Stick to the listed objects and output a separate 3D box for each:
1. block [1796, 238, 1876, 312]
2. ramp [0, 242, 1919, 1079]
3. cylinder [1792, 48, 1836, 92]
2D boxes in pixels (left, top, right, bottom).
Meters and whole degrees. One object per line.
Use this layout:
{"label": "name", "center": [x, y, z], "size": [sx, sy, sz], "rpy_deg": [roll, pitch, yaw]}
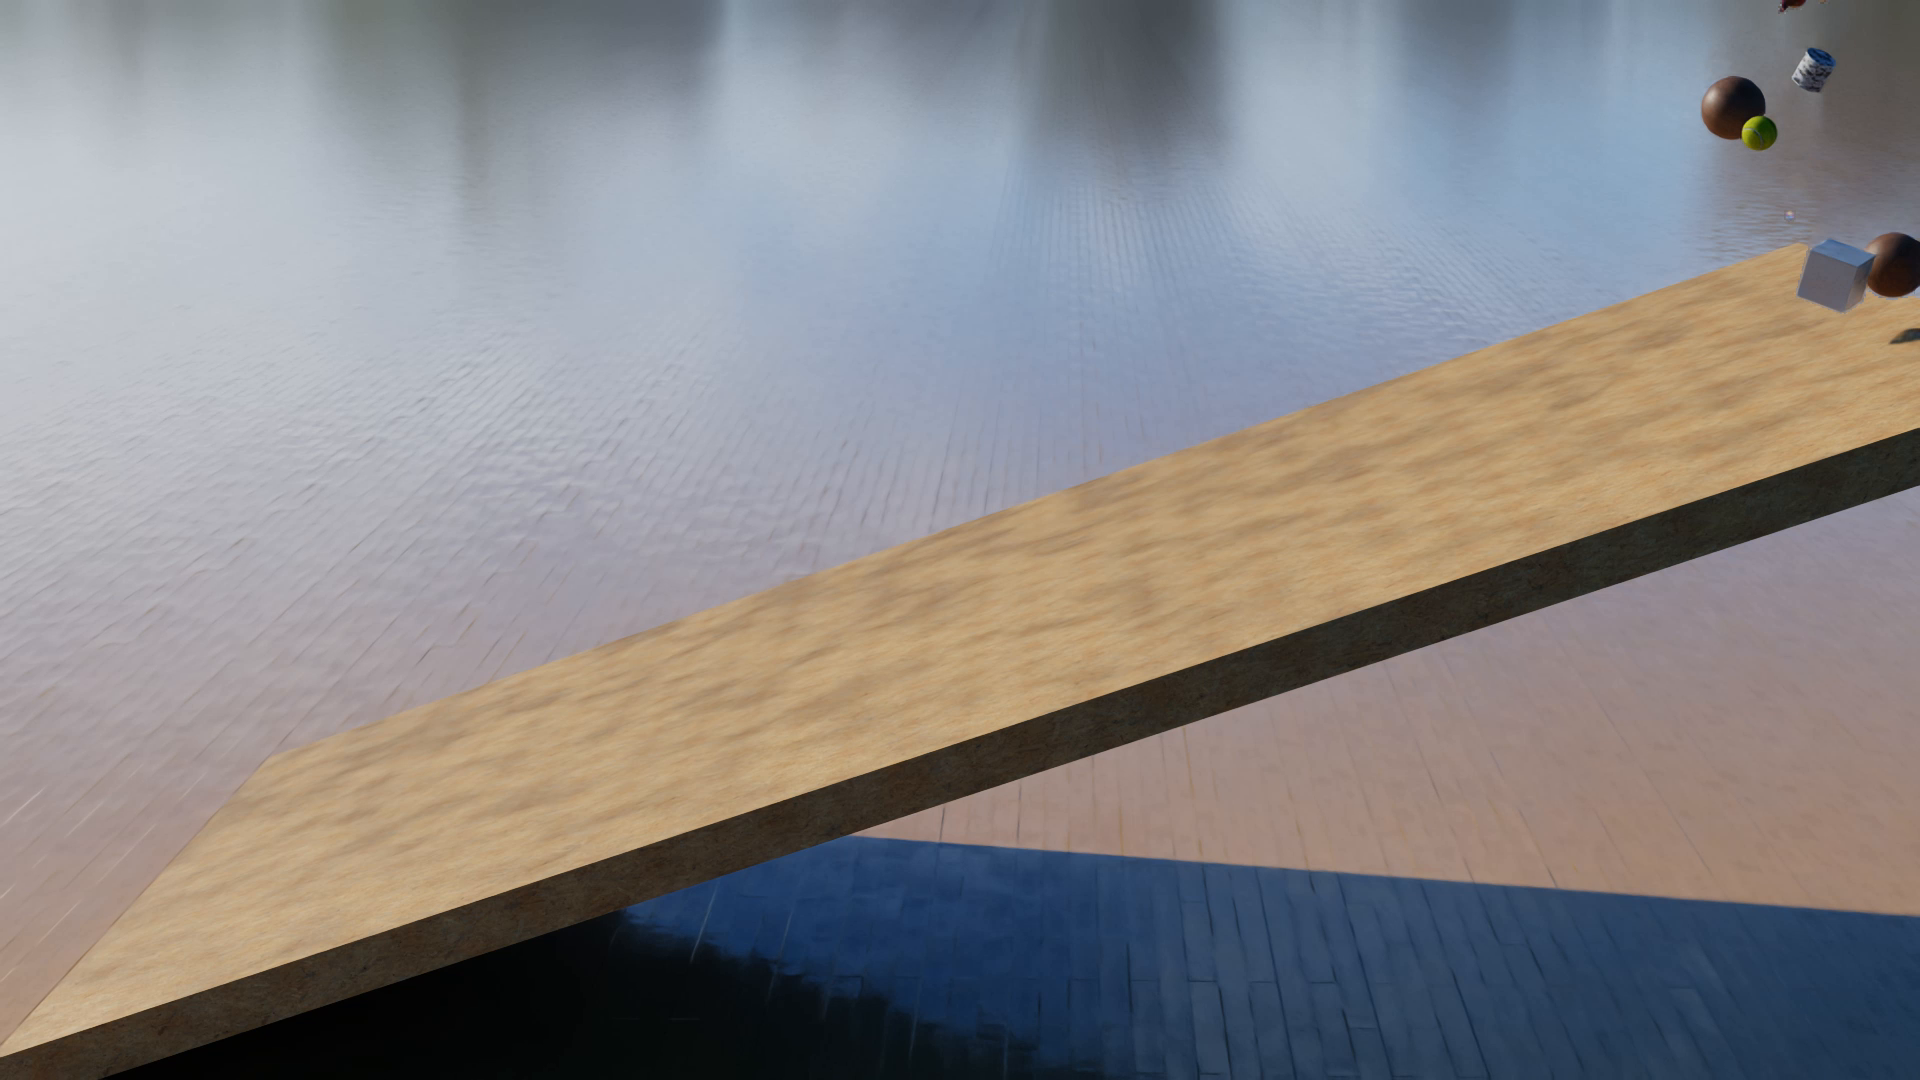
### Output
{"label": "block", "center": [1.739, -0.525, 5.838], "size": [0.099, 0.099, 0.099], "rpy_deg": [26, 32, 28]}
{"label": "ramp", "center": [0.110, 0.179, 6.302], "size": [4.000, 0.100, 2.000], "rpy_deg": [-19, 11, 6]}
{"label": "cylinder", "center": [1.766, -0.971, 6.081], "size": [0.065, 0.065, 0.065], "rpy_deg": [14, 40, -12]}
